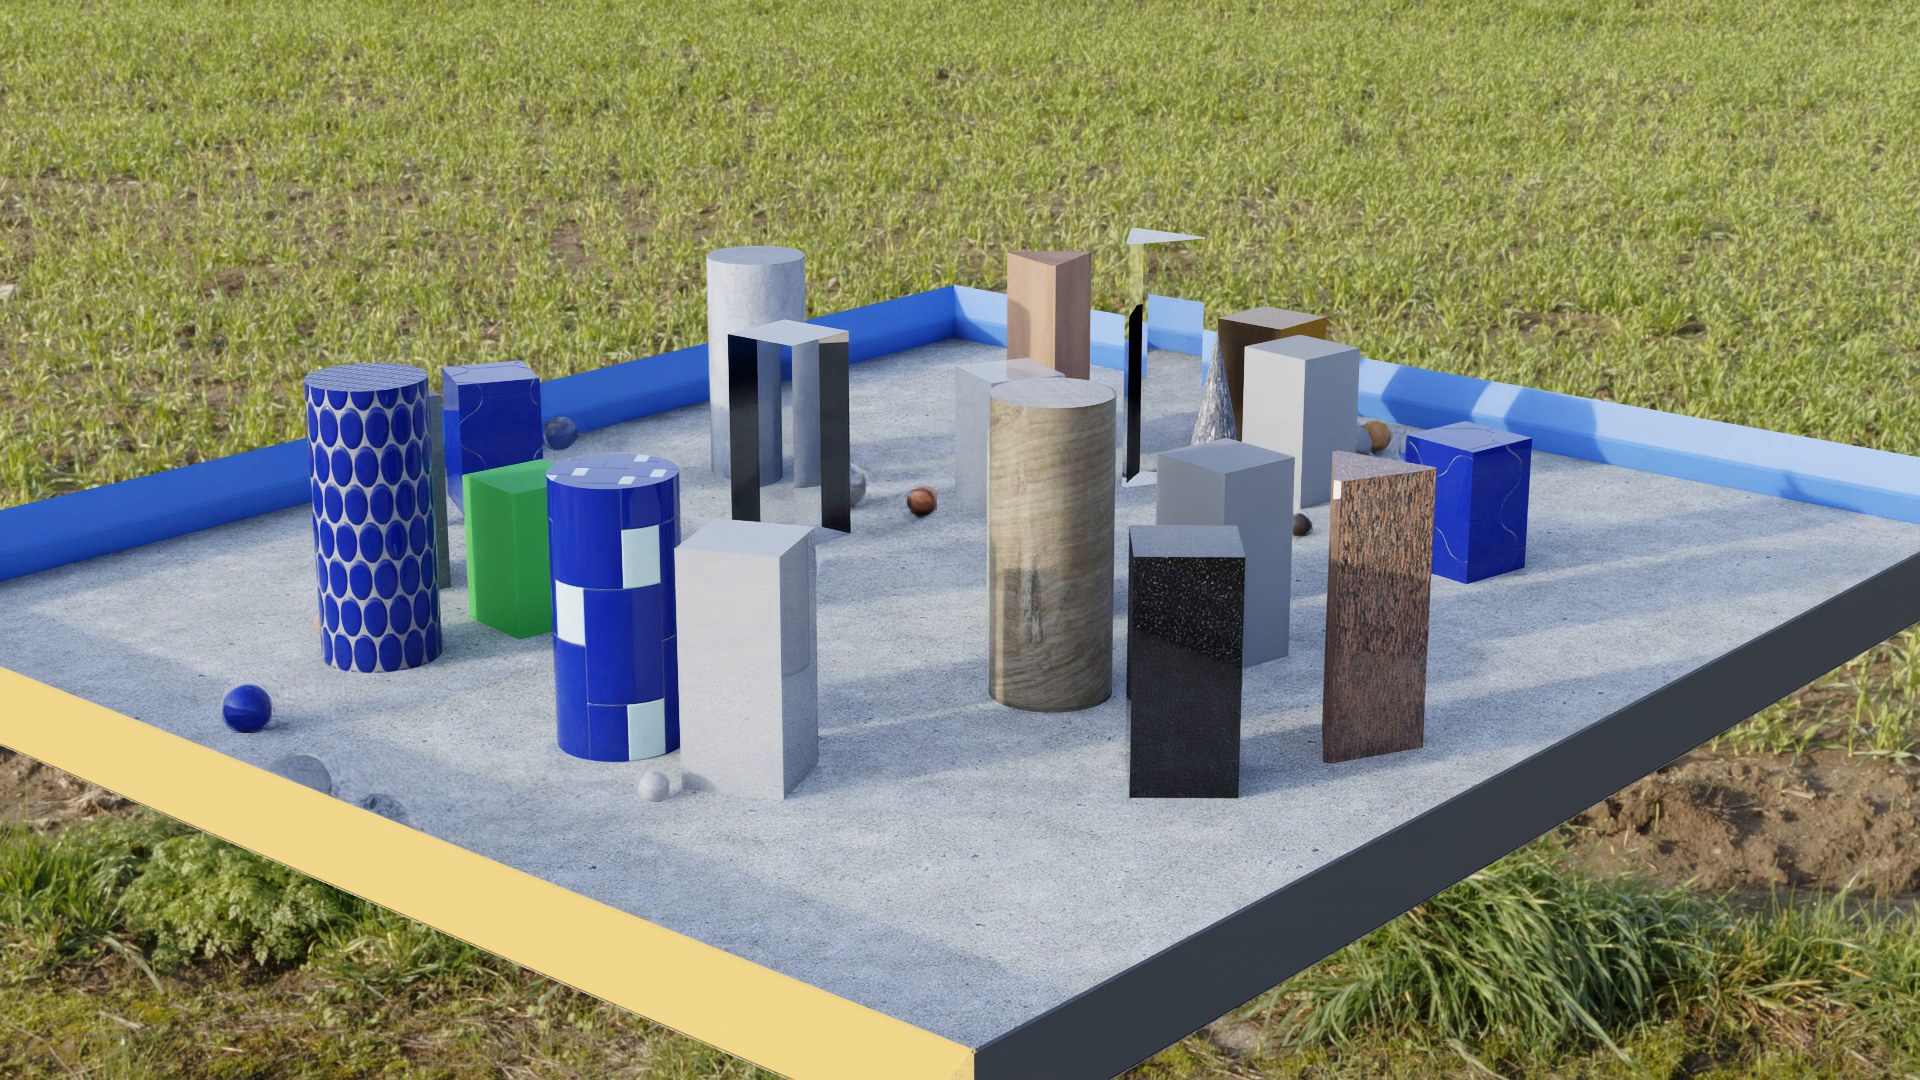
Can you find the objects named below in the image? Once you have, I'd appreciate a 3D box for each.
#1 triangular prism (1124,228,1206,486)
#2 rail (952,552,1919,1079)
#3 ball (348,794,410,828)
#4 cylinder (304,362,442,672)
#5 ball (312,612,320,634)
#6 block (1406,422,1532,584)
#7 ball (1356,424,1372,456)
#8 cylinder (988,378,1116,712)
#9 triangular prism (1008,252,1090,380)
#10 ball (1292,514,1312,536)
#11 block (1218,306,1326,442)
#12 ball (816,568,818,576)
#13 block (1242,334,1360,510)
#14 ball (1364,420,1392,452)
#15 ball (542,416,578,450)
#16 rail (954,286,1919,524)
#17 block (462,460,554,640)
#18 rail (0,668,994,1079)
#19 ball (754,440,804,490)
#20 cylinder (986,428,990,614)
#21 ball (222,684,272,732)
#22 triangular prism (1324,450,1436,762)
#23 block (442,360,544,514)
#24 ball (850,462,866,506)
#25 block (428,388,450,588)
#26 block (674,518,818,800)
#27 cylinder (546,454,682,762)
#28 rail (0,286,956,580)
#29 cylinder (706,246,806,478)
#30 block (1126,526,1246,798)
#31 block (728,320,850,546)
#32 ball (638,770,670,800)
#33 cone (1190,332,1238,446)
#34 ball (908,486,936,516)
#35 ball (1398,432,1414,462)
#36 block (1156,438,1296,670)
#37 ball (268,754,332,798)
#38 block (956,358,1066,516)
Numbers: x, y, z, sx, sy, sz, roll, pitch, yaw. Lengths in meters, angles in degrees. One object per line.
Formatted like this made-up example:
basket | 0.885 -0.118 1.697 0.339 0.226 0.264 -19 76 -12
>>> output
triangular prism | 0.373 -0.367 5.825 0.170 0.486 0.147 -7 18 -22
rail | 0.990 0.280 4.297 0.045 0.127 3.028 14 22 39
ball | -0.796 0.392 3.984 0.096 0.096 0.096 0 17 0
cylinder | -0.952 -0.037 4.763 0.196 0.468 0.196 0 17 0
ball | -1.064 0.140 4.912 0.043 0.043 0.043 0 17 0
block | 0.908 -0.069 5.261 0.157 0.241 0.157 -13 21 -37
ball | 0.782 -0.191 5.915 0.097 0.097 0.097 0 17 0
cylinder | 0.143 0.007 4.582 0.196 0.488 0.196 0 17 0
triangular prism | 0.206 -0.393 6.062 0.147 0.398 0.170 -10 19 -30
ball | 0.634 -0.029 5.471 0.042 0.042 0.042 0 17 0
block | 0.632 -0.312 5.981 0.157 0.290 0.157 15 22 40
ball | -0.289 0.057 5.123 0.080 0.080 0.080 0 17 0
block | 0.662 -0.232 5.708 0.157 0.294 0.157 -14 22 -39
ball | 0.856 -0.214 6.046 0.065 0.065 0.065 0 17 0
ball | -0.826 -0.221 6.061 0.071 0.071 0.071 0 17 0
rail | 0.977 -0.293 6.197 2.669 0.127 0.045 14 22 39
block | -0.728 0.014 4.966 0.157 0.253 0.157 -14 22 -39
rail | -0.977 0.357 4.043 2.669 0.127 0.045 14 22 39
ball | -0.357 -0.148 5.770 0.098 0.098 0.098 0 17 0
cylinder | 0.143 -0.031 5.009 0.196 0.315 0.196 0 17 0
ball | -1.087 0.256 4.470 0.075 0.075 0.075 0 17 0
triangular prism | 0.591 0.094 4.386 0.170 0.435 0.147 -7 18 -23
block | -0.900 -0.197 5.656 0.157 0.258 0.157 -6 18 -20
ball | -0.224 -0.107 5.653 0.087 0.087 0.087 0 17 0
block | -1.006 -0.091 5.145 0.157 0.349 0.157 -11 20 -31
block | -0.307 0.171 4.250 0.157 0.365 0.157 5 17 15
cylinder | -0.513 0.100 4.388 0.196 0.421 0.196 0 17 0
rail | -0.990 -0.216 5.943 0.045 0.127 3.028 14 22 39
cylinder | -0.405 -0.354 5.868 0.196 0.437 0.196 0 17 0
block | 0.323 0.175 4.240 0.157 0.363 0.157 0 17 1
block | -0.314 -0.194 5.421 0.157 0.388 0.157 13 21 37
ball | -0.439 0.352 4.205 0.044 0.044 0.044 0 17 0
cone | 0.439 -0.133 5.067 0.196 0.476 0.196 0 17 0
ball | -0.073 -0.074 5.597 0.055 0.055 0.055 0 17 0
ball | 0.924 -0.181 5.912 0.078 0.078 0.078 0 17 0
block | 0.429 0.025 4.780 0.157 0.339 0.157 -13 21 -37
ball | -0.932 0.348 4.133 0.093 0.093 0.093 0 17 0
block | 0.095 -0.198 5.645 0.157 0.265 0.157 -8 18 -25
